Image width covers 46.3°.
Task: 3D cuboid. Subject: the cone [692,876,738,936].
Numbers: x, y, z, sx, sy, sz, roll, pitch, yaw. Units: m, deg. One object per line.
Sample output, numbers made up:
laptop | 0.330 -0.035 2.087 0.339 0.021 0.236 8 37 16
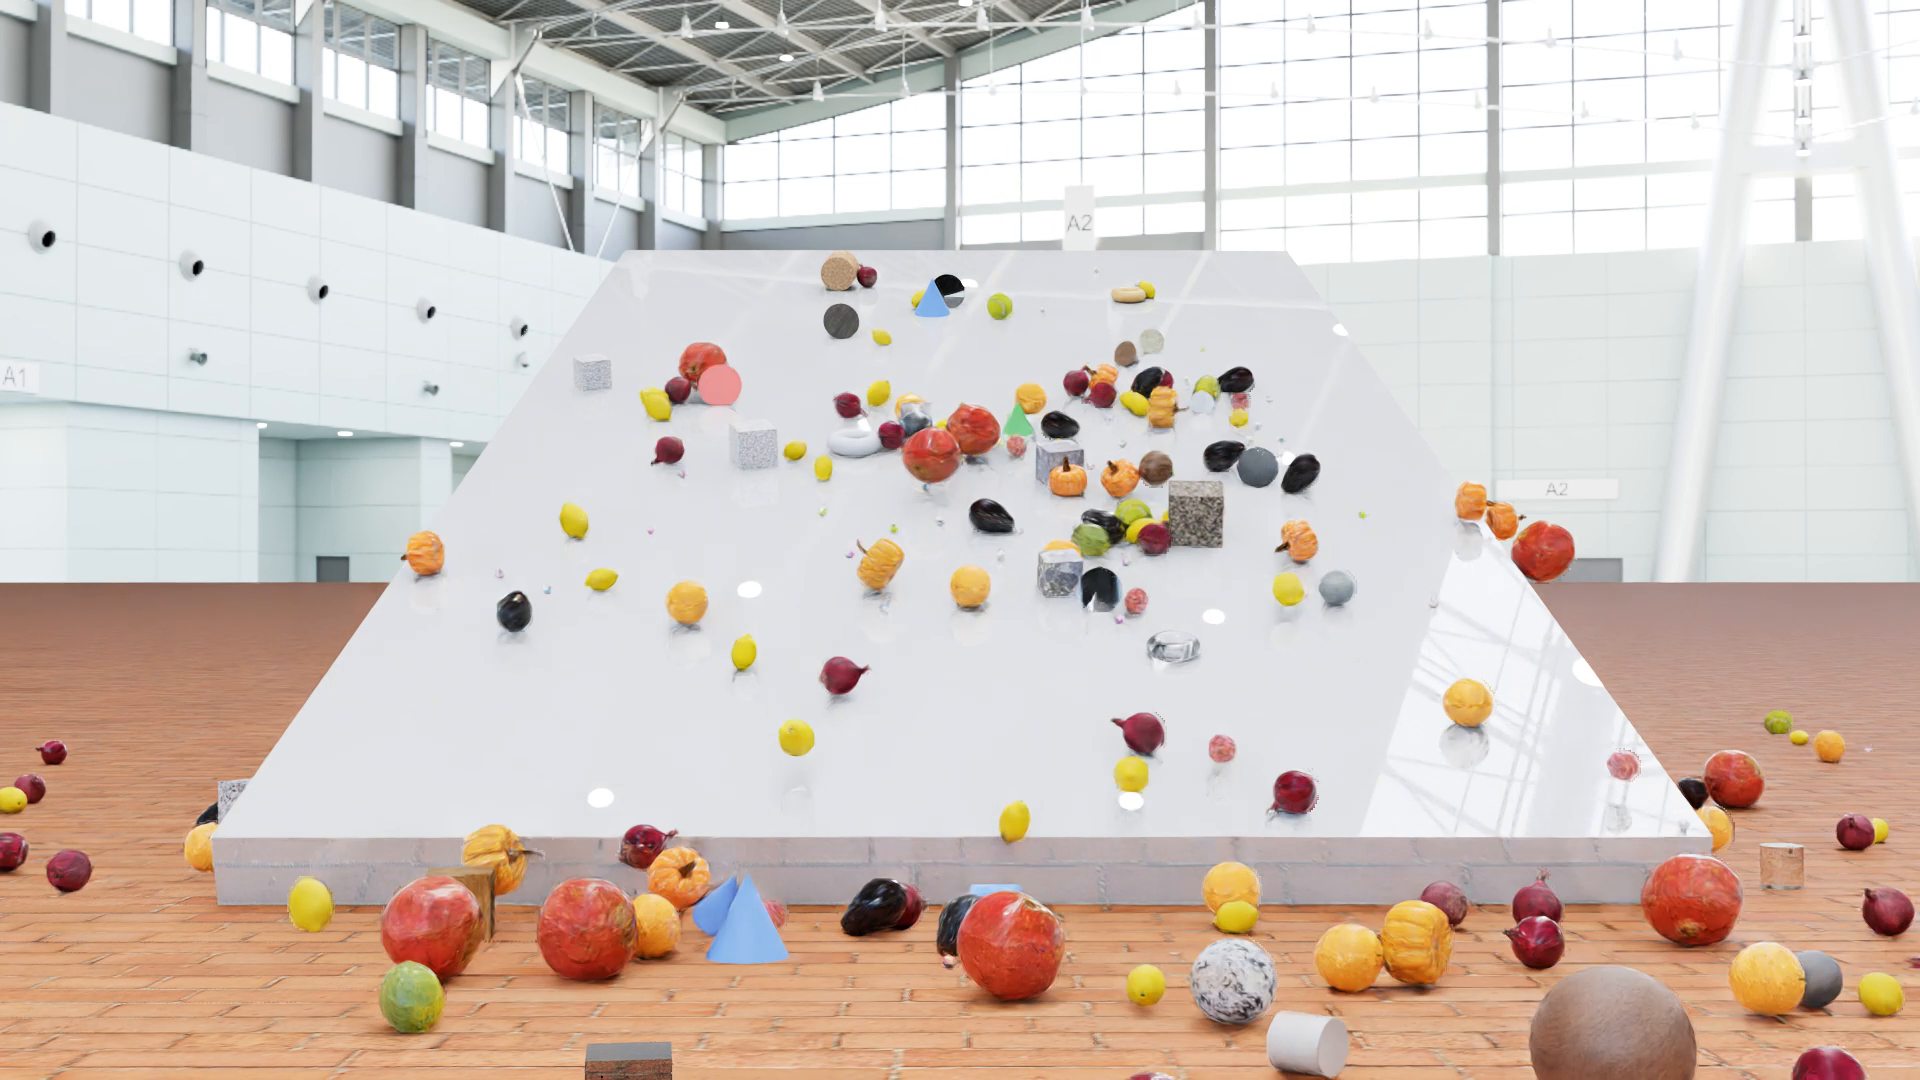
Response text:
cone | -0.285 0.436 2.745 0.071 0.071 0.071 14 31 -9

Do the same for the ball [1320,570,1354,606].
ball | 0.644 0.082 3.833 0.060 0.060 0.060 0 -1 0

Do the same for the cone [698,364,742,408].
cone | -0.541 -0.341 5.115 0.098 0.098 0.098 0 -8 1

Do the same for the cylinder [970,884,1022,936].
cylinder | 0.043 0.446 2.711 0.060 0.060 0.060 -1 -1 0

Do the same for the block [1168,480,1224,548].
block | 0.436 -0.049 4.160 0.099 0.099 0.099 1 19 4

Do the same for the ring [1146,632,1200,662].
ring | 0.344 0.171 3.613 0.088 0.029 0.088 -1 20 0

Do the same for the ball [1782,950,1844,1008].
ball | 0.874 0.450 2.301 0.058 0.058 0.058 0 -1 0

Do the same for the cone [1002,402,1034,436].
cone | 0.125 -0.267 4.857 0.070 0.070 0.070 0 19 0

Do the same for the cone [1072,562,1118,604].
cone | 0.232 0.090 3.844 0.078 0.078 0.078 0 -27 4

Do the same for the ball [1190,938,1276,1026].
ball | 0.269 0.435 2.212 0.084 0.084 0.084 0 -1 0

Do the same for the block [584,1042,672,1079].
block | -0.261 0.437 1.772 0.067 0.067 0.067 0 -1 -8

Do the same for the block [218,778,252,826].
block | -1.190 0.456 3.810 0.094 0.094 0.094 -1 -1 37

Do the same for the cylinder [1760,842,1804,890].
cylinder | 1.167 0.463 3.188 0.059 0.059 0.059 0 -1 0

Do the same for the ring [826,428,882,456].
ring | -0.224 -0.205 4.719 0.116 0.039 0.116 1 18 0

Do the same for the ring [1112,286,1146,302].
ring | 0.459 -0.668 6.117 0.095 0.032 0.095 1 18 0

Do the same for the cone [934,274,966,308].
cone | -0.046 -0.660 6.073 0.095 0.095 0.095 0 -9 -18

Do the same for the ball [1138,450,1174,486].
ball | 0.386 -0.141 4.424 0.070 0.070 0.070 0 -1 0

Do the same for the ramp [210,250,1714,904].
ramp | -0.004 -0.192 4.900 2.000 0.100 4.000 0 19 0

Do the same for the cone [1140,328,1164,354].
cone | 0.468 -0.487 5.578 0.064 0.064 0.064 0 -8 -9

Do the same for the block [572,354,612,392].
block | -0.856 -0.390 5.223 0.069 0.069 0.069 -10 21 -27

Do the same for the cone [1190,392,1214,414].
cone | 0.539 -0.302 5.033 0.054 0.054 0.054 0 -8 -2

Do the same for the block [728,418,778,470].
block | -0.426 -0.197 4.628 0.081 0.081 0.081 -7 20 -19

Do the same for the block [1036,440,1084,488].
block | 0.200 -0.153 4.509 0.074 0.074 0.074 -6 20 -19

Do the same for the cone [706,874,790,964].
cone | -0.247 0.435 2.608 0.098 0.098 0.098 0 -1 0

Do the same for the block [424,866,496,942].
block | -0.613 0.446 2.754 0.080 0.080 0.080 0 -1 -8

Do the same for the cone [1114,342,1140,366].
cone | 0.418 -0.444 5.449 0.064 0.064 0.064 -1 -13 39

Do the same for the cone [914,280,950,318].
cone | -0.073 -0.648 5.950 0.096 0.096 0.096 0 19 0

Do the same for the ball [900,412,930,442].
ball | -0.096 -0.240 4.780 0.067 0.067 0.067 0 -1 0

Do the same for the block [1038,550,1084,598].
block | 0.174 0.059 3.891 0.065 0.065 0.065 -3 19 -10
